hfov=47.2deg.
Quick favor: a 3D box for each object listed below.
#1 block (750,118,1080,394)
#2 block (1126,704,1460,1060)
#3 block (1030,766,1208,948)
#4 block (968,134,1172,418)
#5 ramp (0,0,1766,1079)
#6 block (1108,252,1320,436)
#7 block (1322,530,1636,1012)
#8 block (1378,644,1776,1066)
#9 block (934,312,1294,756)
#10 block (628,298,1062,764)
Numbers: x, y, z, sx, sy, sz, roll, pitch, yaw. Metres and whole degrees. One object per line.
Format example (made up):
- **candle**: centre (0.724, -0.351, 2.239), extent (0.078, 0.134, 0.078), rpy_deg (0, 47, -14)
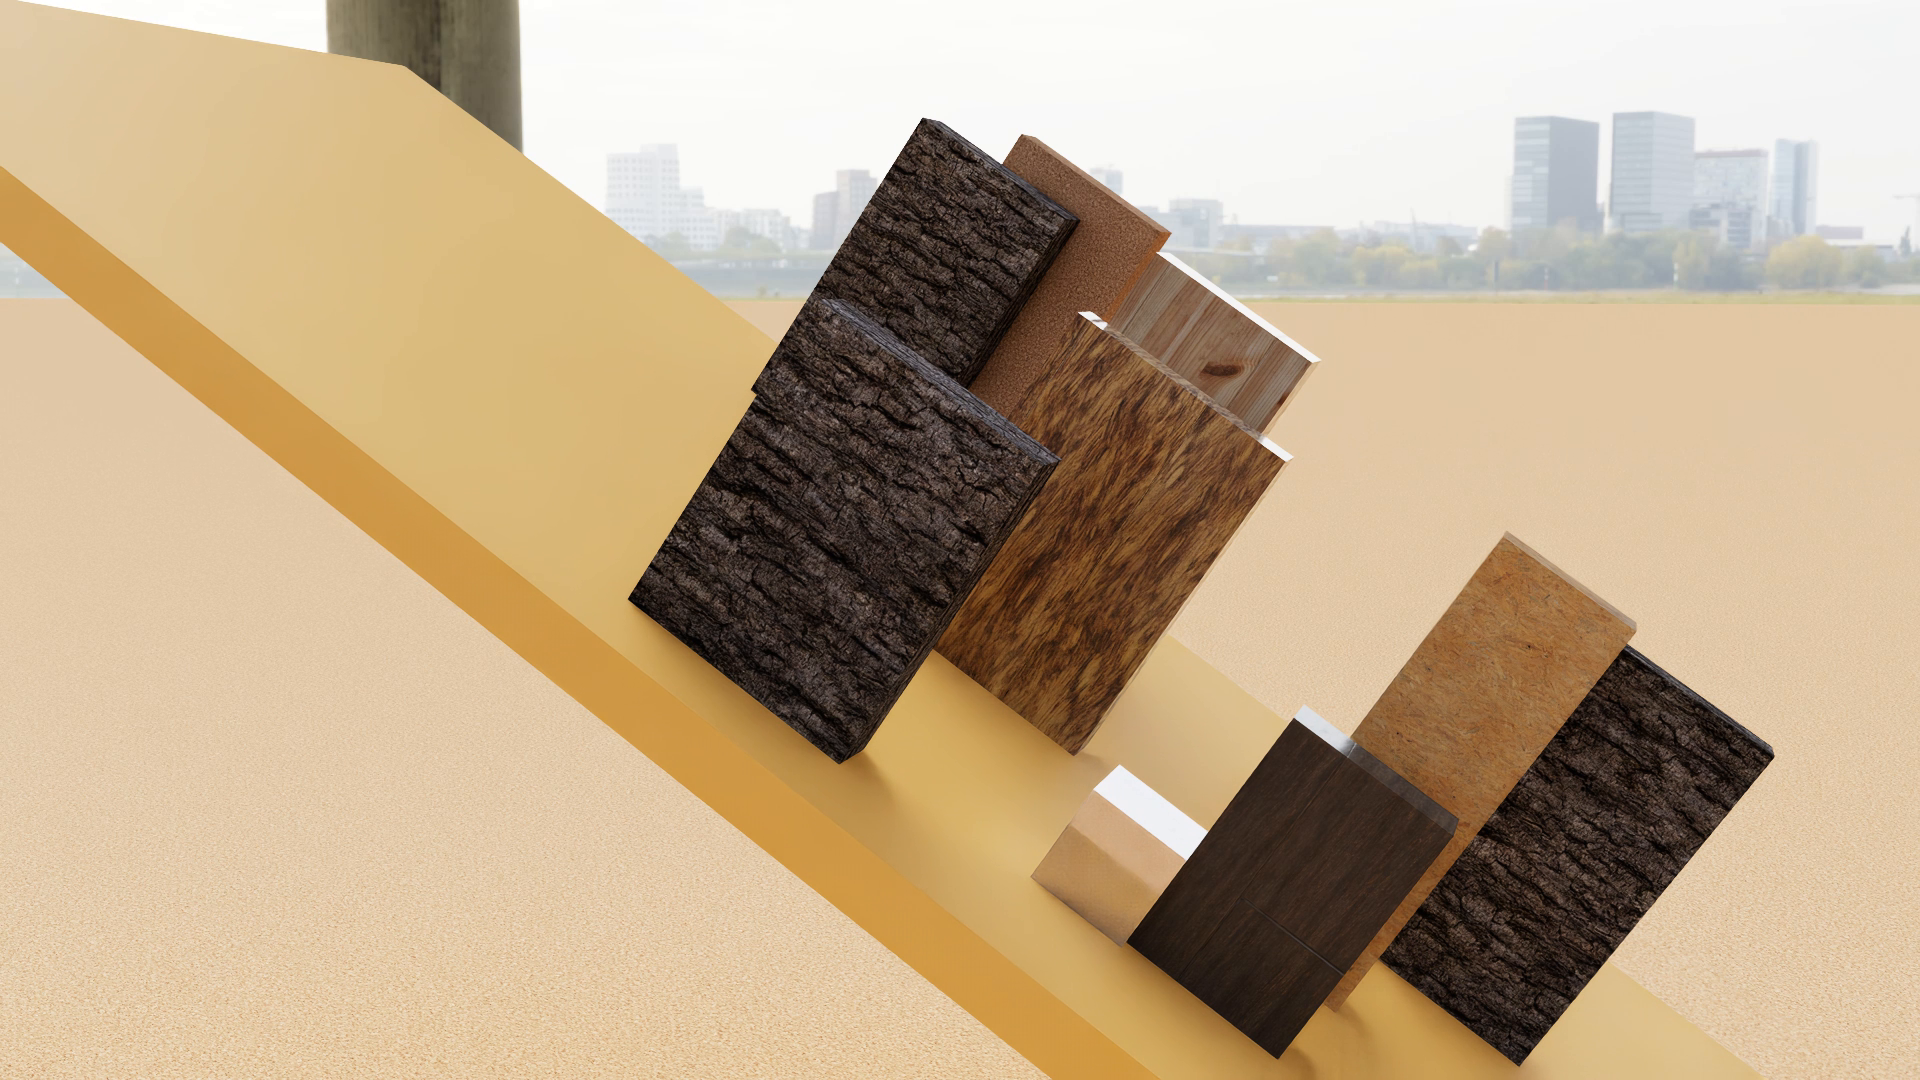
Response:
- **block**: centre (-0.098, -0.493, 4.637), extent (0.369, 0.686, 0.131), rpy_deg (37, 16, 10)
- **block**: centre (0.495, 0.510, 3.286), extent (0.282, 0.436, 0.104), rpy_deg (37, 16, 10)
- **block**: centre (0.245, 0.481, 3.364), extent (0.172, 0.172, 0.172), rpy_deg (37, 15, 10)
- **block**: centre (0.084, -0.450, 4.742), extent (0.365, 0.758, 0.115), rpy_deg (37, 16, 10)
- **ramp**: centre (-0.102, 0.178, 4.087), extent (4.000, 0.100, 2.000), rpy_deg (37, 16, 10)
- **block**: centre (0.331, -0.145, 4.323), extent (0.365, 0.759, 0.123), rpy_deg (37, 16, 10)
- **block**: centre (0.738, 0.376, 3.528), extent (0.246, 0.786, 0.088), rpy_deg (37, 16, 10)
- **block**: centre (1.057, 0.544, 3.833), extent (0.320, 0.703, 0.085), rpy_deg (37, 16, 10)
- **block**: centre (0.217, -0.010, 3.893), extent (0.441, 0.647, 0.092), rpy_deg (37, 16, 10)
- **block**: centre (-0.177, -0.014, 3.280), extent (0.412, 0.549, 0.110), rpy_deg (37, 16, 10)
